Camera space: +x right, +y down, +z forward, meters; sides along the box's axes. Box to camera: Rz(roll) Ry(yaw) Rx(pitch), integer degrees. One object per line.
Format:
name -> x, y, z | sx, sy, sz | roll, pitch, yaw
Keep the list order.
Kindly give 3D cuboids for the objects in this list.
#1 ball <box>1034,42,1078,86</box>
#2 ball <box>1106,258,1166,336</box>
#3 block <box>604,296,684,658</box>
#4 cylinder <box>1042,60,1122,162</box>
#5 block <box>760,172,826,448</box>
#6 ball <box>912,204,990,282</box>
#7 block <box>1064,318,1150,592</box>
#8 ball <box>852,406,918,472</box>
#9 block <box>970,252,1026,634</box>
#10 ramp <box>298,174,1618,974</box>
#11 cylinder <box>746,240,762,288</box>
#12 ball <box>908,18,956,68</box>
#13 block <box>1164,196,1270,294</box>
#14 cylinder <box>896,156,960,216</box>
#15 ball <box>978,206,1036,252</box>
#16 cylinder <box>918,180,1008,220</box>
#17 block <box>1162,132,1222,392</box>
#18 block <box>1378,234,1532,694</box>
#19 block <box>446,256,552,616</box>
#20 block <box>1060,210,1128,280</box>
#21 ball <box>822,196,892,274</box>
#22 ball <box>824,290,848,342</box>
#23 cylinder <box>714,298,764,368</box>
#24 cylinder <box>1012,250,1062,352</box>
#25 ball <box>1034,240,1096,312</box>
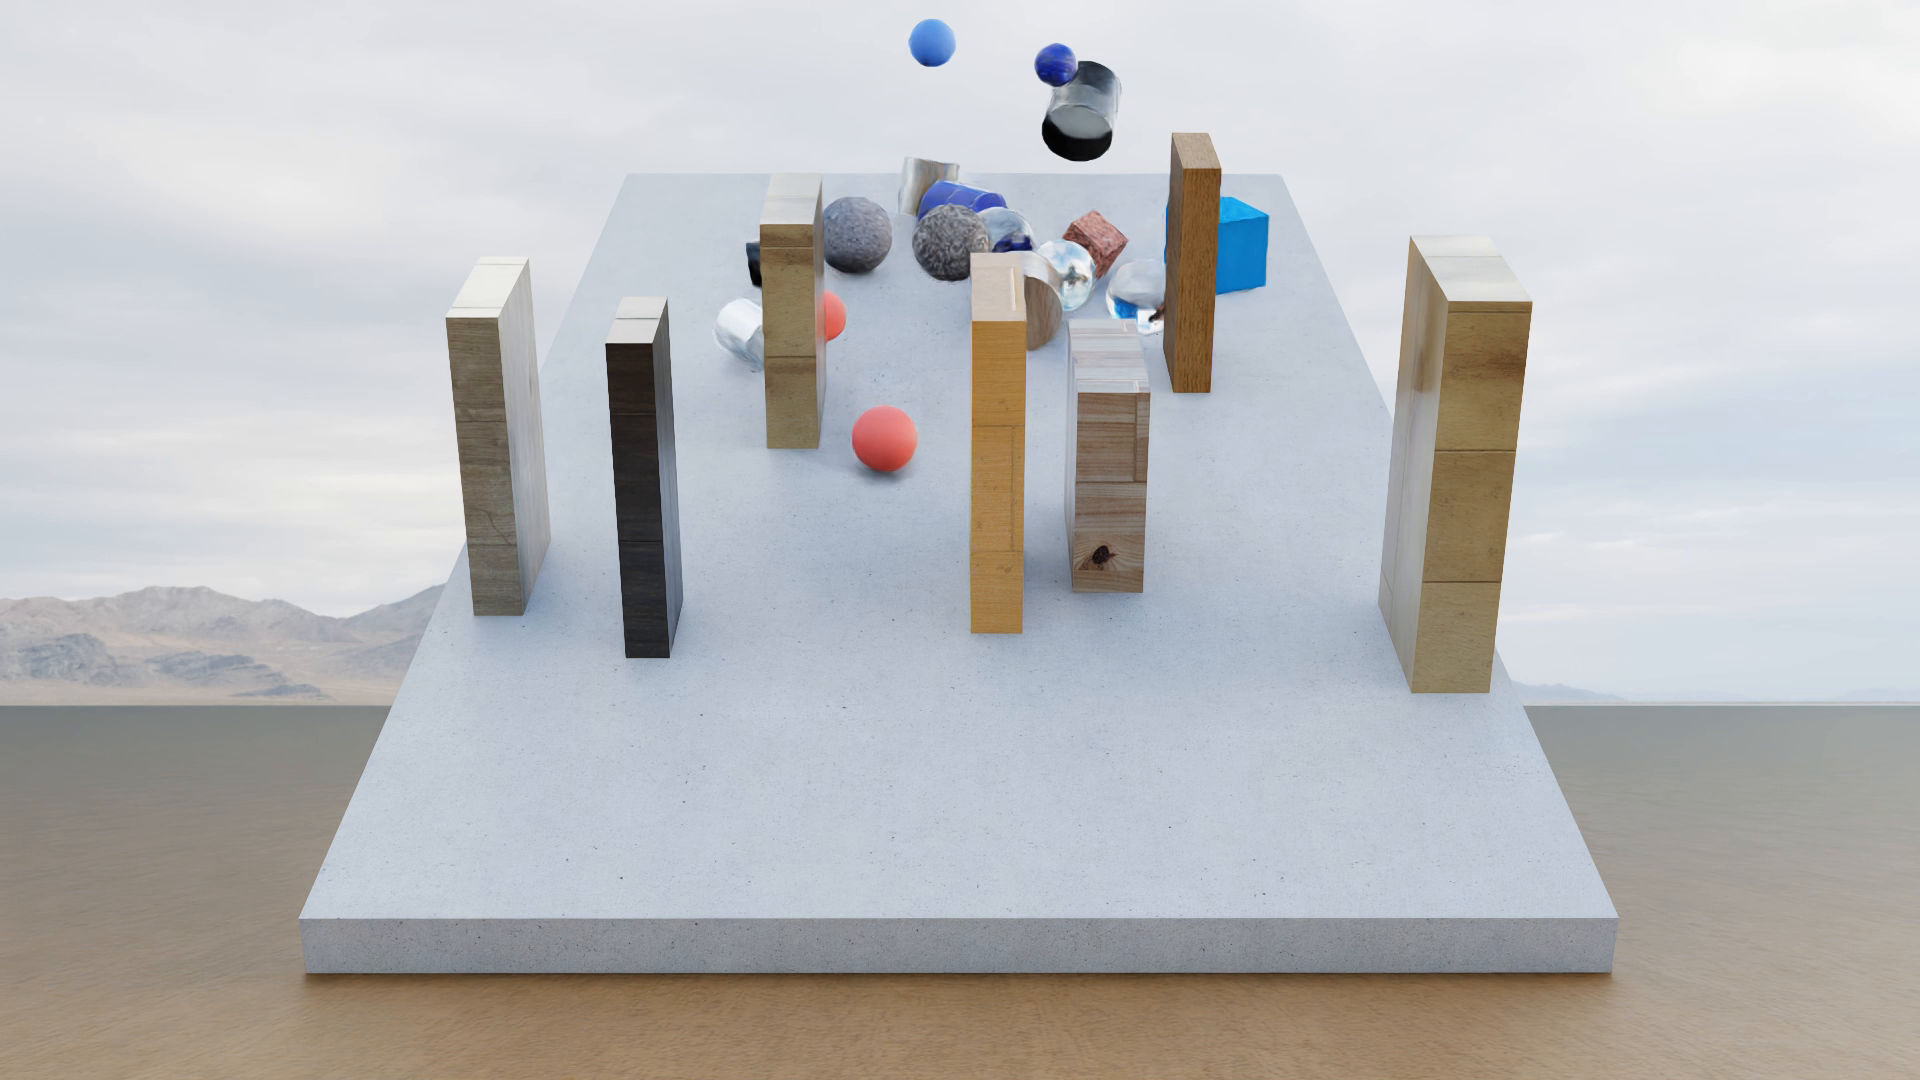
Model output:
ball -> 0.273, -1.350, 6.648 | 0.125, 0.125, 0.125 | 0, -4, 0
ball -> 0.460, -0.605, 5.827 | 0.191, 0.191, 0.191 | 0, -4, 0
block -> -0.574, -0.113, 4.284 | 0.081, 0.615, 0.243 | 0, 25, 0
cylinder -> 0.360, -1.264, 6.905 | 0.210, 0.210, 0.210 | 8, -41, 7
block -> -0.372, -0.520, 5.271 | 0.114, 0.518, 0.390 | 0, 25, 0
ball -> -0.022, -0.749, 5.907 | 0.196, 0.196, 0.196 | 0, -4, 0
block -> 0.287, -0.173, 4.650 | 0.136, 0.418, 0.407 | 0, 25, 0
ball -> -0.163, -0.220, 5.071 | 0.144, 0.144, 0.144 | 0, -4, 0
block -> 0.069, -0.187, 4.441 | 0.096, 0.620, 0.385 | 0, 25, 0
ramp -> -0.009, -0.229, 5.380 | 2.000, 0.100, 4.000 | 0, 25, 0
cylinder -> -0.488, -0.734, 6.165 | 0.125, 0.125, 0.125 | -8, -4, 3
ball -> -0.082, -1.476, 6.956 | 0.141, 0.141, 0.141 | 0, -4, 0
block -> 0.679, -0.780, 6.214 | 0.195, 0.195, 0.195 | -12, 28, -24
cylinder -> -0.091, -1.001, 6.668 | 0.160, 0.160, 0.160 | 8, 10, -2
ball -> 0.099, -0.782, 6.209 | 0.200, 0.200, 0.200 | 0, -4, 0
cylinder -> 0.010, -0.891, 6.468 | 0.176, 0.176, 0.176 | 20, 9, 36
block -> 0.546, -0.657, 5.539 | 0.087, 0.543, 0.305 | 0, 25, 0
block -> 0.877, -0.137, 4.197 | 0.140, 0.739, 0.361 | 0, 25, 0
block -> -0.879, -0.201, 4.489 | 0.094, 0.601, 0.346 | 0, 25, 0
block -> 0.342, -0.773, 6.217 | 0.127, 0.127, 0.127 | -37, -13, -50
ball -> -0.284, -0.817, 6.274 | 0.207, 0.207, 0.207 | 0, -4, 0
ball -> -0.330, -0.530, 5.551 | 0.124, 0.124, 0.124 | 0, -4, 0
cylinder -> -0.502, -0.498, 5.657 | 0.129, 0.129, 0.129 | 4, 23, -48
cylinder -> 0.152, -0.595, 5.813 | 0.197, 0.197, 0.197 | 0, 25, 1
ball -> 0.258, -0.677, 6.002 | 0.185, 0.185, 0.185 | 0, -4, 0
